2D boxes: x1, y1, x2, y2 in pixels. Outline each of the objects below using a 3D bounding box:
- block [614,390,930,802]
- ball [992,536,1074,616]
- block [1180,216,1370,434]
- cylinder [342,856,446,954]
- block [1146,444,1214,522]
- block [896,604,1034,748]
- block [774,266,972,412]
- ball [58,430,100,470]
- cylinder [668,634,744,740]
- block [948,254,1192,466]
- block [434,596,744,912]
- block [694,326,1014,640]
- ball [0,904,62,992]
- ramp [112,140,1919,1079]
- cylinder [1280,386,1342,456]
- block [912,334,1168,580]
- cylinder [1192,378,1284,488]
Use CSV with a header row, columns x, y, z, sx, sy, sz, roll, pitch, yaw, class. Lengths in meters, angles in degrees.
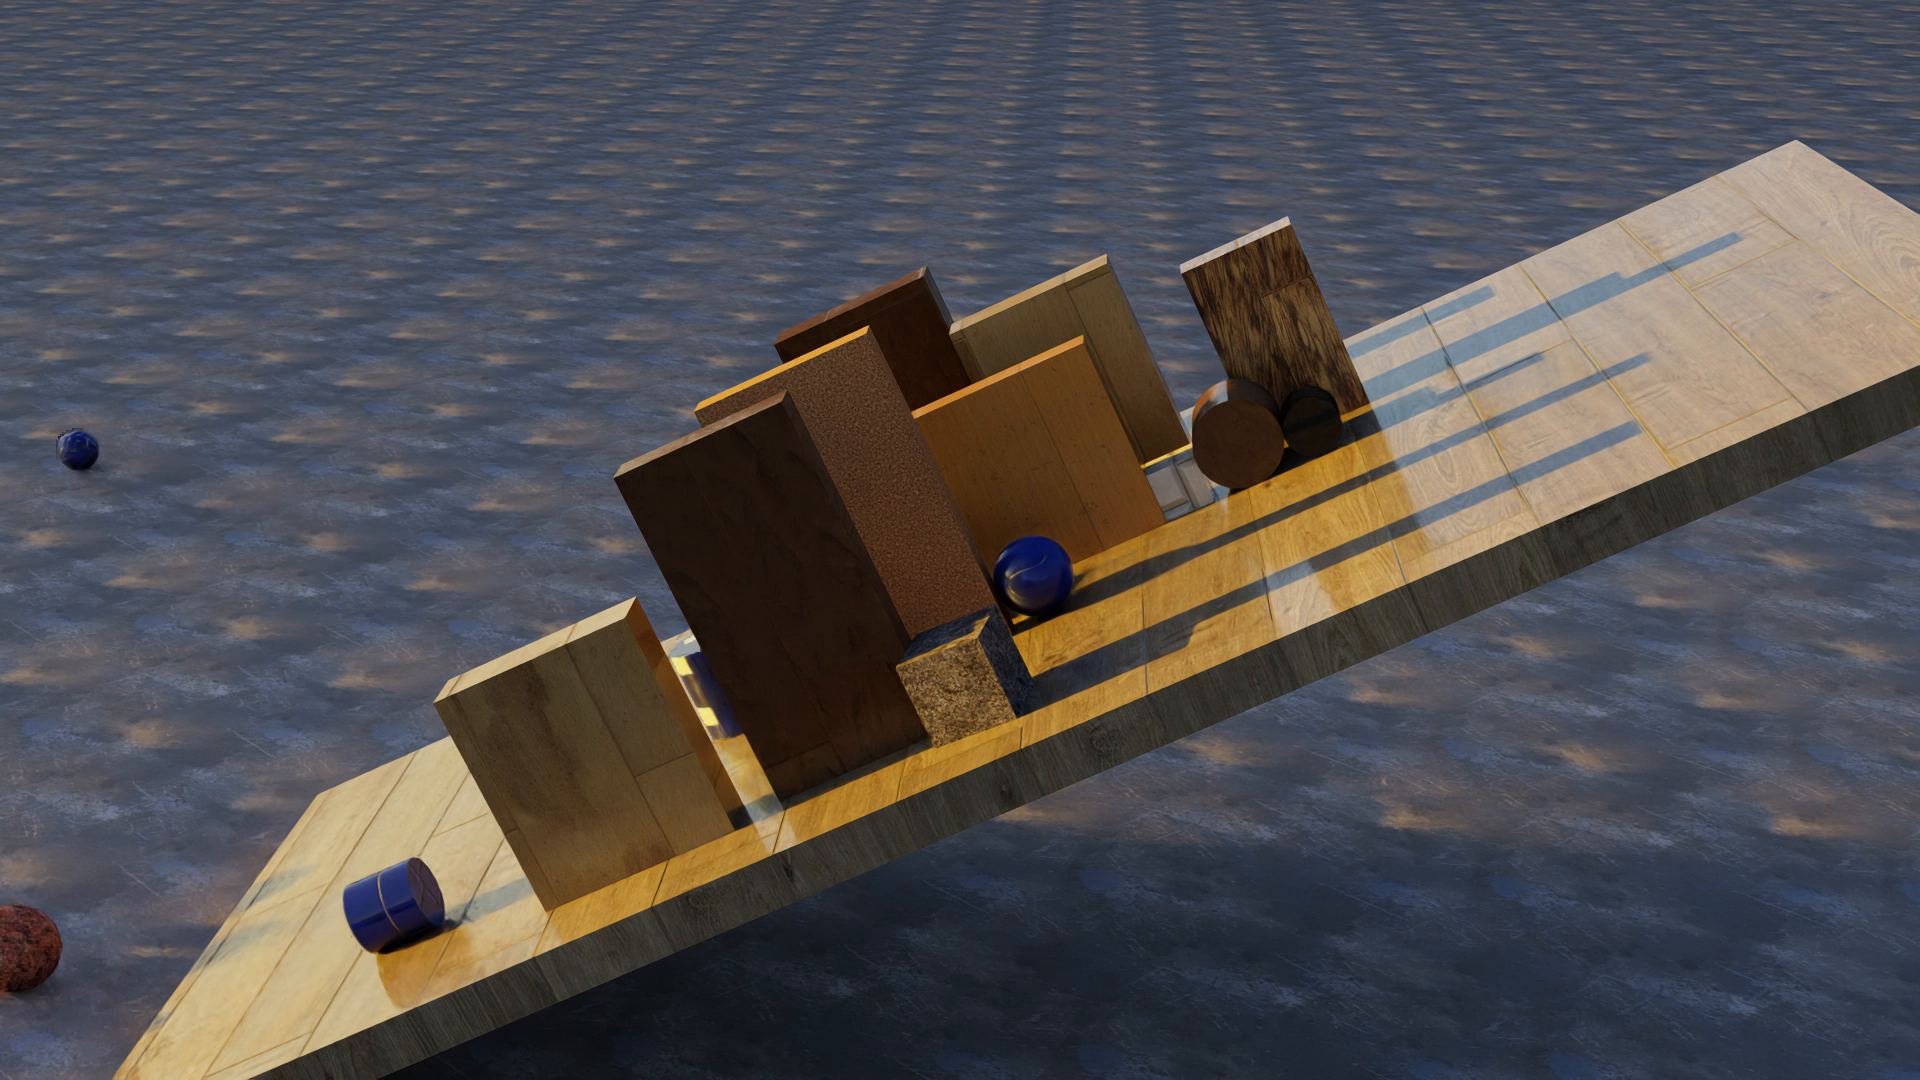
x,y,z,sx,sy,sz,roll,pitch,yaw,class
-0.337,0.110,5.609,0.353,0.708,0.103,-24,13,9,block
0.150,0.074,6.032,0.166,0.166,0.166,0,16,0,ball
0.692,-0.454,6.466,0.258,0.435,0.106,-24,13,9,block
-1.142,0.737,5.933,0.149,0.149,0.149,-24,13,9,cylinder
0.472,-0.124,6.320,0.110,0.110,0.110,-24,13,9,block
0.011,0.257,5.566,0.174,0.174,0.174,-21,14,19,block
-0.132,-0.297,7.052,0.392,0.597,0.141,-24,13,9,block
-3.336,-0.339,11.130,0.151,0.151,0.151,0,16,0,ball
-0.488,0.290,6.311,0.204,0.204,0.204,-24,13,6,cylinder
0.260,-0.326,6.622,0.385,0.508,0.122,-24,13,9,block
-0.711,0.414,5.668,0.411,0.468,0.140,-24,13,9,block
-0.211,-0.042,5.996,0.385,0.693,0.082,-24,13,9,block
-2.113,0.914,6.586,0.195,0.195,0.195,0,16,0,ball
0.135,0.169,6.282,4.000,0.100,2.000,-24,13,9,ramp
0.748,-0.254,6.269,0.125,0.125,0.125,1,16,4,cylinder
0.161,-0.152,6.303,0.424,0.432,0.087,-24,13,9,block
0.595,-0.230,6.312,0.195,0.195,0.195,1,16,4,cylinder
